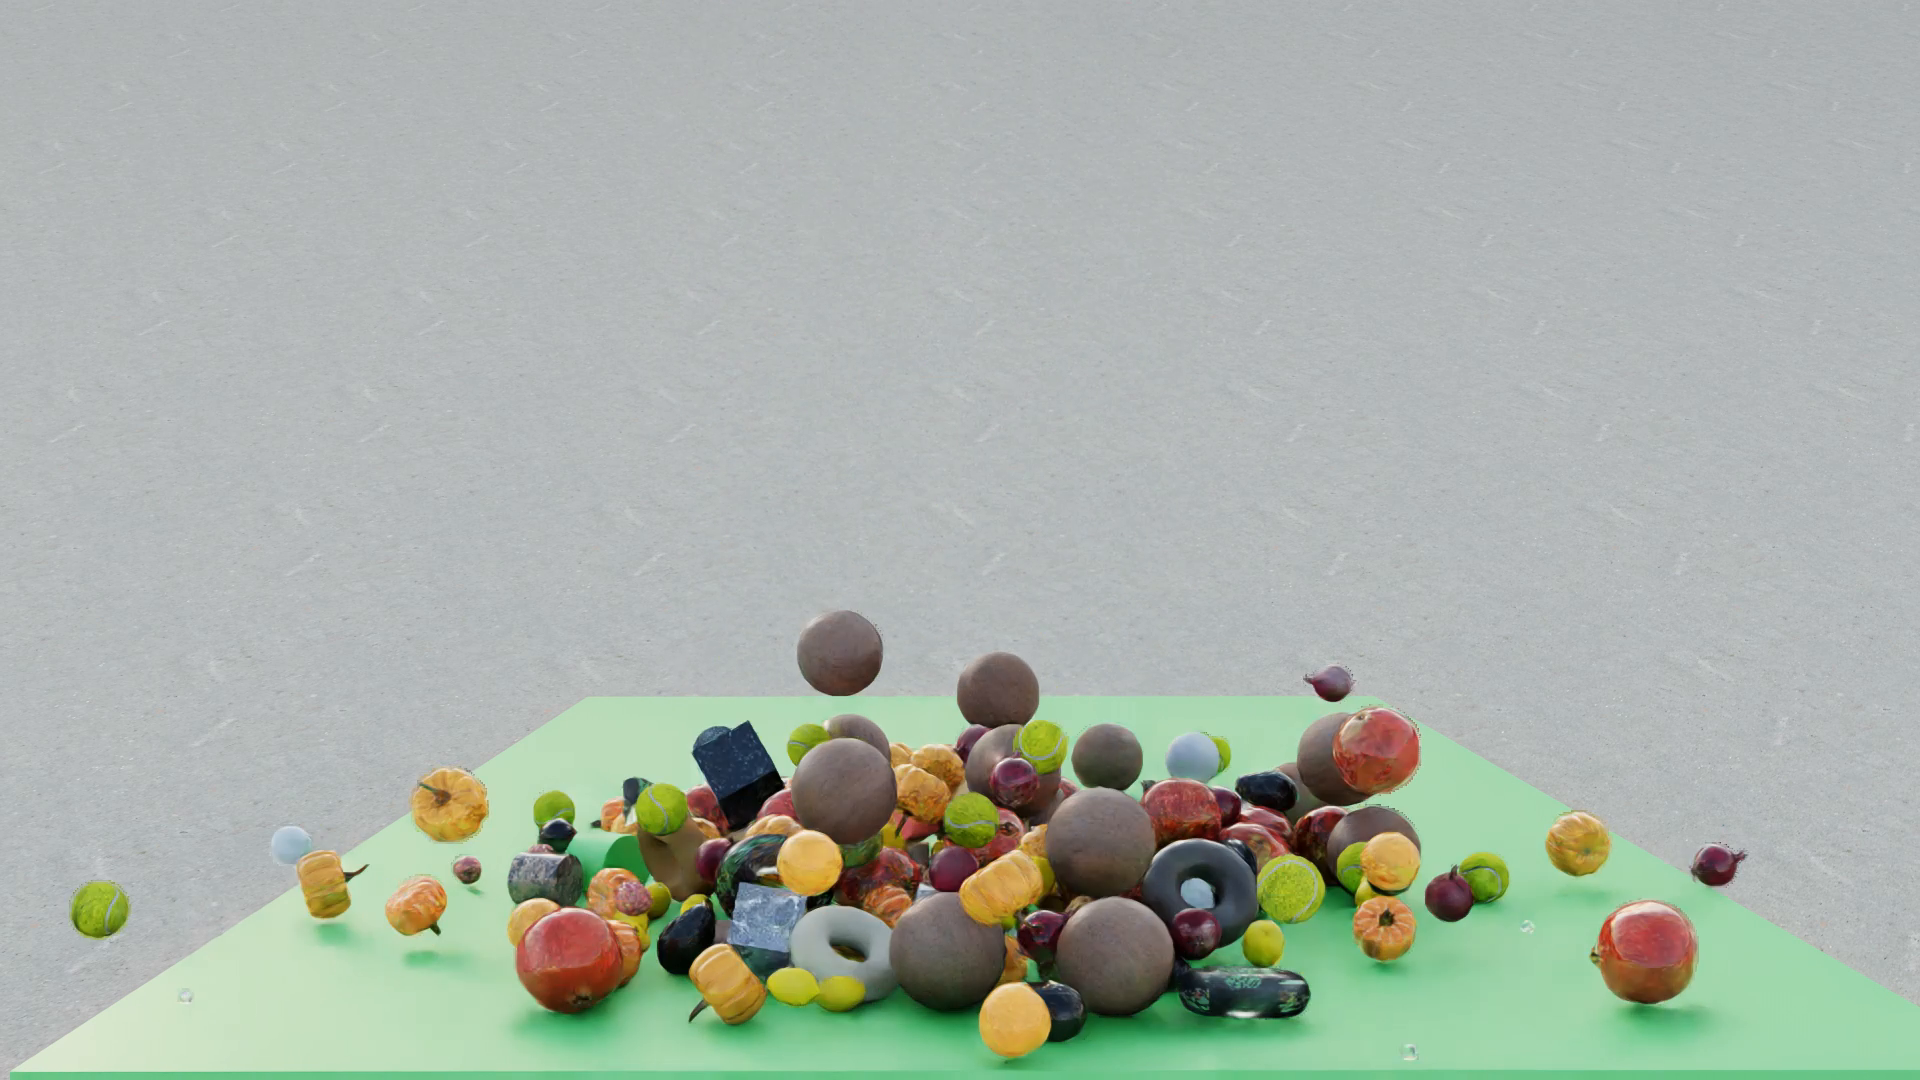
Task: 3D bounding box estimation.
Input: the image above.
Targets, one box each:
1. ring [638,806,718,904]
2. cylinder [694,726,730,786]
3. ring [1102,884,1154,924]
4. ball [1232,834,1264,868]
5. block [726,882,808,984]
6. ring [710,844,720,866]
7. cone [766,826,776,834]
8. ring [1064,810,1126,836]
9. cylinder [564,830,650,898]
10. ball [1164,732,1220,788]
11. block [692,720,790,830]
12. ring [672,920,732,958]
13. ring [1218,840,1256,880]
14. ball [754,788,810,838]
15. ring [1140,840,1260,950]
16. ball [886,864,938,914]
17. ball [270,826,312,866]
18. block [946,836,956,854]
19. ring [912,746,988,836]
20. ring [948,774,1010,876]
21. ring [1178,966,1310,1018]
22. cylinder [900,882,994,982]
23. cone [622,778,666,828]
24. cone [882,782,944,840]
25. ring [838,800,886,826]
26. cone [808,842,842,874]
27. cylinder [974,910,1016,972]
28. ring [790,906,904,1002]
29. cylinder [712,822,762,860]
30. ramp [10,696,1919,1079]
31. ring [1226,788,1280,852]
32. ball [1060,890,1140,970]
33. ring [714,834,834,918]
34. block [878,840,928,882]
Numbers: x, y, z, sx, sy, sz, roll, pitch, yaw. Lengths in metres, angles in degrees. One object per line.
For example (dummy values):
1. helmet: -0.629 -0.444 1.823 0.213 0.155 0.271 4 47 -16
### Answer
1. ring: -0.383 0.427 3.495 0.049 0.146 0.146 -29 37 -34
2. cylinder: -0.369 0.336 3.968 0.076 0.076 0.076 0 63 1
3. ring: 0.235 0.475 3.356 0.112 0.037 0.112 10 -1 0
4. ball: 0.387 0.427 3.507 0.051 0.051 0.051 0 25 0
5. block: -0.222 0.452 2.963 0.078 0.078 0.078 9 54 1
6. ring: -0.324 0.466 3.772 0.126 0.042 0.126 1 1 0
7. cone: -0.289 0.469 3.685 0.092 0.092 0.092 -27 30 -8
8. ring: 0.218 0.457 4.165 0.101 0.034 0.101 1 1 0
9. cylinder: -0.491 0.450 3.590 0.086 0.086 0.086 2 20 43
10. ball: 0.359 0.339 3.980 0.085 0.085 0.085 0 25 0
11. block: -0.313 0.337 3.680 0.093 0.093 0.093 -28 57 -9
12. ring: -0.289 0.484 3.124 0.122 0.041 0.122 3 -6 0
13. ring: 0.339 0.440 3.326 0.039 0.116 0.116 28 16 -22
14. ball: -0.271 0.418 3.916 0.086 0.086 0.086 0 25 0
15. ring: 0.293 0.432 3.150 0.148 0.049 0.148 3 53 -4
16. ball: -0.064 0.464 3.433 0.067 0.067 0.067 0 25 0
17. ball: -1.010 0.460 3.889 0.060 0.060 0.060 0 25 0
18. block: 0.016 0.448 3.934 0.057 0.057 0.057 -1 -8 -31
19. ring: -0.016 0.374 3.839 0.137 0.137 0.046 24 -4 42
20. ring: 0.037 0.414 3.744 0.050 0.150 0.150 -14 14 34
21. ring: 0.307 0.489 2.787 0.143 0.048 0.143 1 -5 0
22. cylinder: -0.018 0.454 2.985 0.090 0.090 0.090 20 26 0
23. cone: -0.465 0.387 3.681 0.067 0.067 0.067 24 29 -14
24. cone: -0.073 0.410 3.699 0.091 0.091 0.091 3 22 6
25. ring: -0.143 0.403 3.803 0.077 0.026 0.077 15 1 0
26. cone: -0.199 0.475 3.687 0.063 0.063 0.063 -2 29 -4
27. cylinder: 0.027 0.477 3.065 0.065 0.065 0.065 10 5 21
28. ring: -0.126 0.466 2.904 0.136 0.045 0.136 16 31 -10
29. cylinder: -0.290 0.426 3.478 0.068 0.068 0.068 -23 -3 -1
30. ramp: 0.056 0.512 4.553 2.000 0.100 4.000 0 2 0
31. ring: 0.443 0.427 3.895 0.104 0.104 0.035 -21 14 -38
32. ball: 0.165 0.462 3.051 0.094 0.094 0.094 0 25 0
33. ring: -0.229 0.424 3.172 0.147 0.147 0.049 1 31 2
34. block: -0.081 0.461 3.693 0.053 0.053 0.053 1 -1 24
